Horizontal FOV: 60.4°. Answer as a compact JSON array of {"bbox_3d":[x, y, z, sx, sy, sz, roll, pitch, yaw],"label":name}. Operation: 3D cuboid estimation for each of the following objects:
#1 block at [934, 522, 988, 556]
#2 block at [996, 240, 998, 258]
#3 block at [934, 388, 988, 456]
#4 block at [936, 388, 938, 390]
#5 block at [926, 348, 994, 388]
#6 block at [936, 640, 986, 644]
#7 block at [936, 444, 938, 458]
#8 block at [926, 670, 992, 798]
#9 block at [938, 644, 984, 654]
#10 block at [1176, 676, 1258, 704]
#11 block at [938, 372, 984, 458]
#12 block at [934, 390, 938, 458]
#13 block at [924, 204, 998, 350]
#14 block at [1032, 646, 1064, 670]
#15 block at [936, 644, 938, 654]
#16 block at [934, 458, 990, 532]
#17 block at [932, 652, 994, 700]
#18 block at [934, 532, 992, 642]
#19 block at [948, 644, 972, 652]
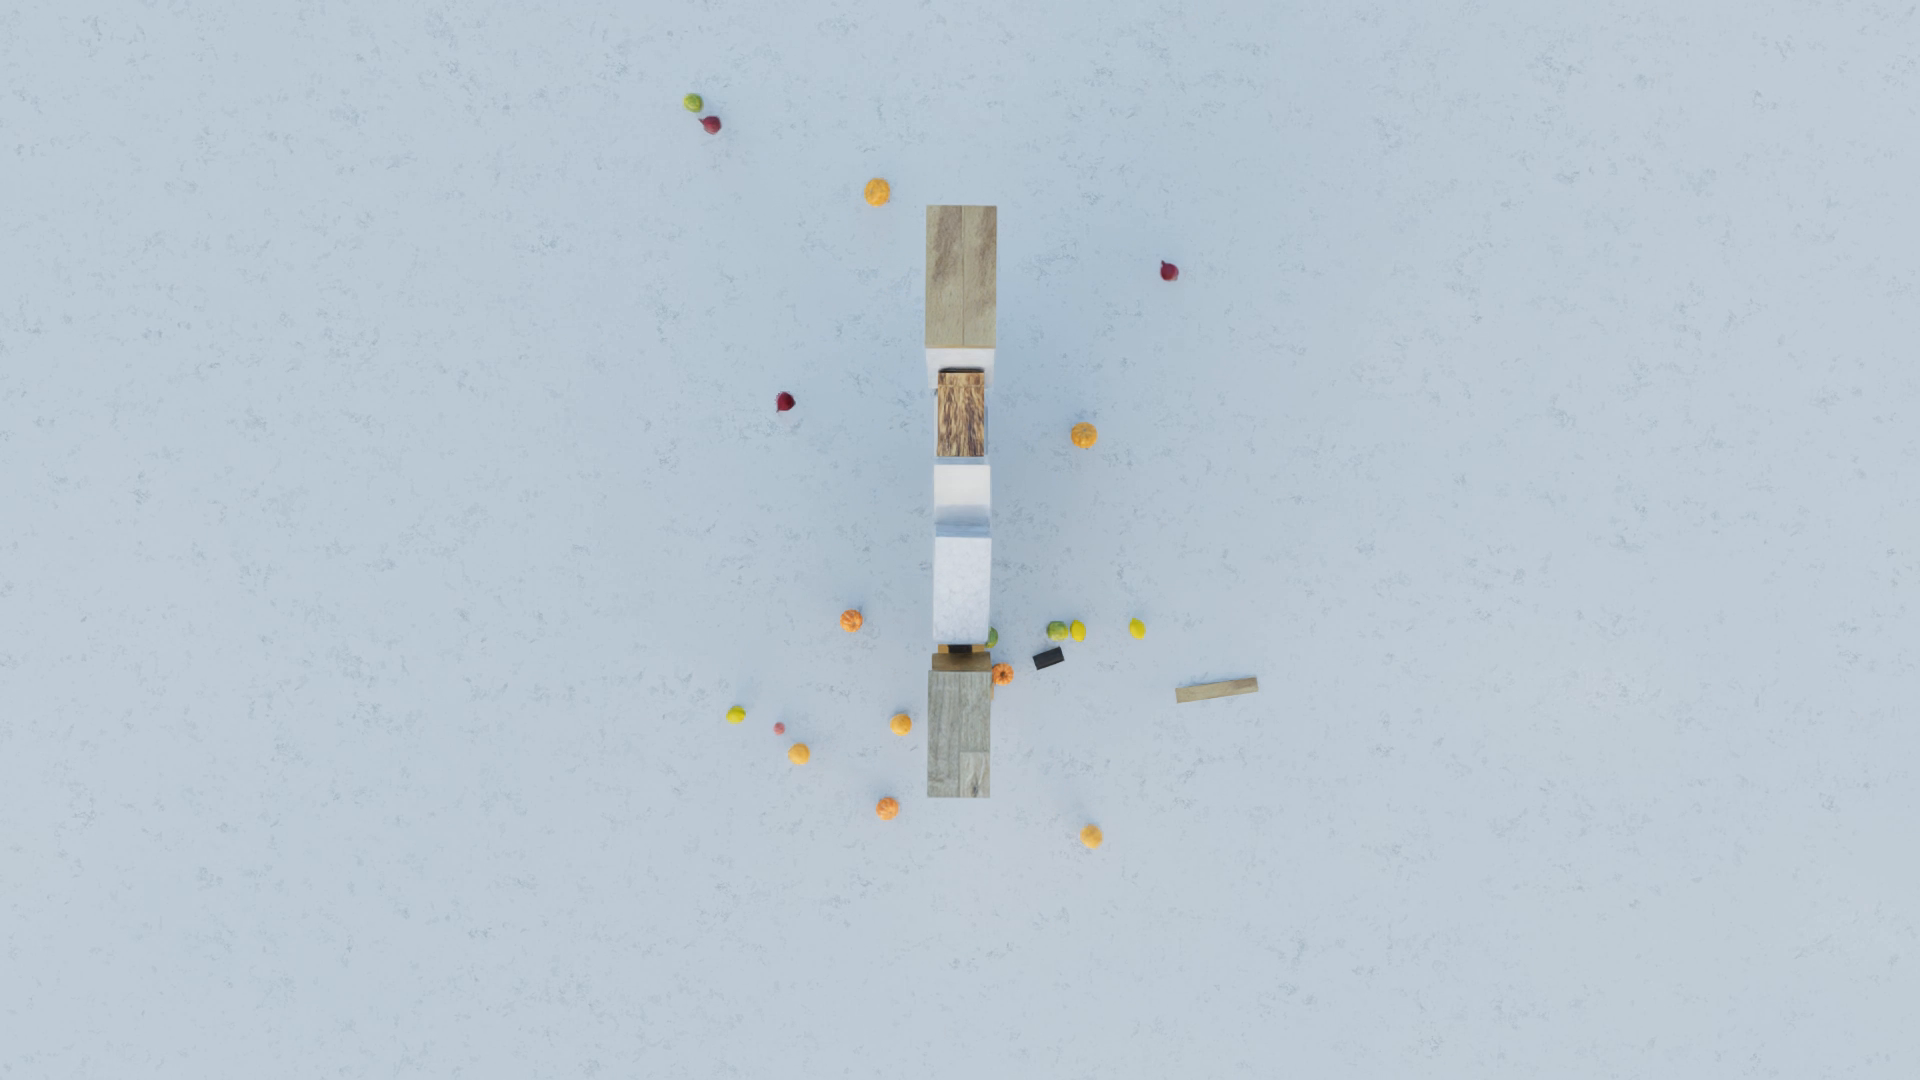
[{"bbox_3d":[0.002,0.100,4.472,0.149,0.042,0.297,0,109,0],"label":"block"},{"bbox_3d":[0.004,-0.663,4.475,0.177,0.653,0.050,-2,71,-1],"label":"block"},{"bbox_3d":[0.004,-0.406,4.808,0.157,0.044,0.314,0,90,0],"label":"block"},{"bbox_3d":[0.001,-0.483,4.510,0.131,0.037,0.262,1,90,0],"label":"block"},{"bbox_3d":[0.001,-0.490,4.316,0.177,0.354,0.050,0,72,0],"label":"block"},{"bbox_3d":[0.001,0.152,4.561,0.136,0.039,0.272,0,90,0],"label":"block"},{"bbox_3d":[-0.001,-0.147,4.501,0.123,0.035,0.247,0,121,0],"label":"block"},{"bbox_3d":[-0.003,0.511,4.346,0.166,0.047,0.331,1,91,0],"label":"block"},{"bbox_3d":[0.004,0.297,4.873,0.138,0.039,0.276,0,90,0],"label":"block"},{"bbox_3d":[0.855,0.500,5.493,0.273,0.014,0.049,-8,90,0],"label":"block"},{"bbox_3d":[0.002,-0.323,4.383,0.123,0.035,0.247,0,104,0],"label":"block"},{"bbox_3d":[-0.008,-0.287,4.506,0.123,0.035,0.247,0,118,0],"label":"block"},{"bbox_3d":[0.003,-0.657,4.125,0.177,0.050,0.354,1,85,-1],"label":"block"},{"bbox_3d":[0.295,0.395,5.493,0.098,0.014,0.049,-20,90,0],"label":"block"},{"bbox_3d":[-0.001,0.461,5.190,0.145,0.041,0.290,0,90,0],"label":"block"},{"bbox_3d":[0.005,-0.082,4.445,0.148,0.042,0.297,0,122,0],"label":"block"},{"bbox_3d":[0.005,0.374,4.535,0.166,0.331,0.047,-3,101,0],"label":"block"},{"bbox_3d":[0.005,0.126,4.437,0.148,0.042,0.297,1,109,0],"label":"block"},{"bbox_3d":[0.002,0.340,4.711,0.067,0.019,0.133,-1,90,0],"label":"block"}]
